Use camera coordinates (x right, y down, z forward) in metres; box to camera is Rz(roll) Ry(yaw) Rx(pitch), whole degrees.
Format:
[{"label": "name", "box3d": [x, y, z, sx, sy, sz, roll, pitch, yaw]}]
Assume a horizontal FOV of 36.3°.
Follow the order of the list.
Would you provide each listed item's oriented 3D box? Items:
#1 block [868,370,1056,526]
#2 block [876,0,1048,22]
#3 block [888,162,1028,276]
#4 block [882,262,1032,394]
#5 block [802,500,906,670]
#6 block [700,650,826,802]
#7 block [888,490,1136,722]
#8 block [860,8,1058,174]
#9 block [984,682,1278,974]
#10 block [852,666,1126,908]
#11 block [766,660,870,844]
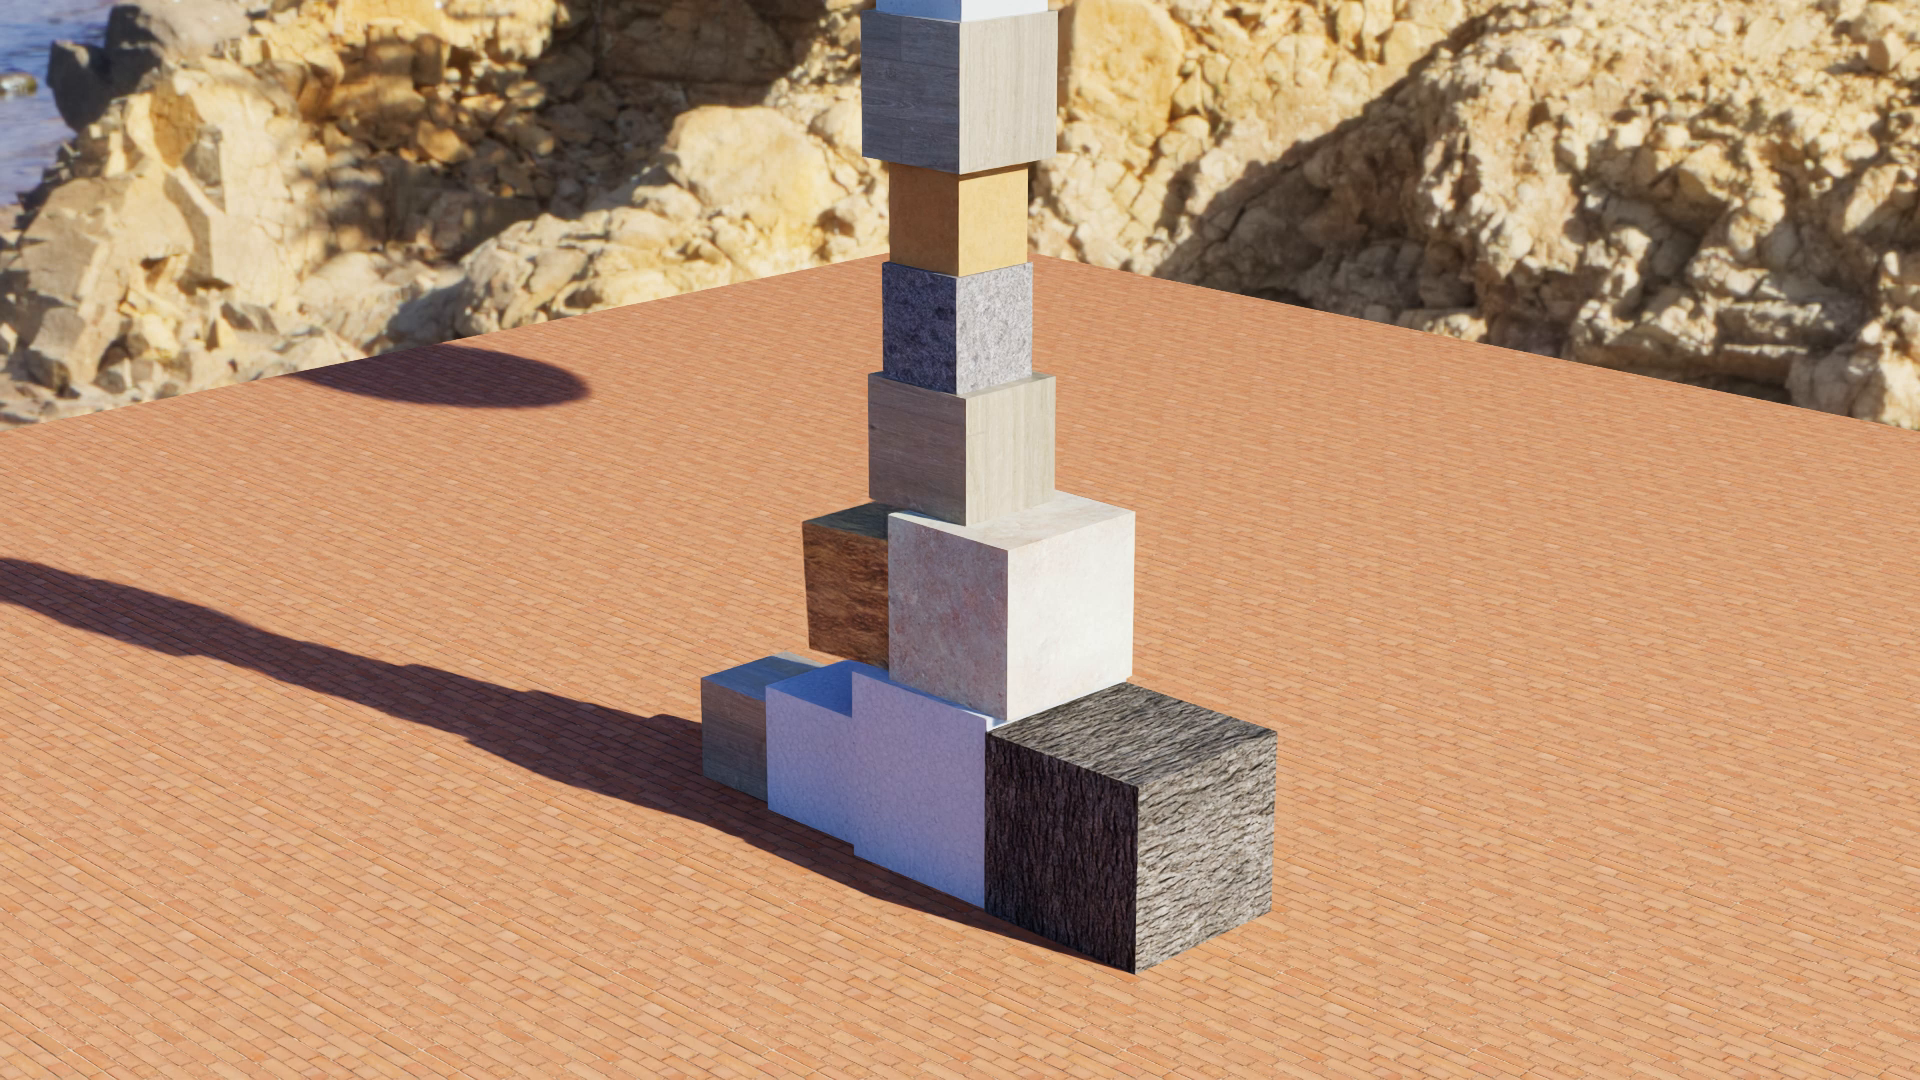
[{"label": "block", "box3d": [0.007, -0.461, 13.204, 0.567, 0.580, 0.623, -17, 24, -42]}, {"label": "block", "box3d": [0.008, -2.533, 12.554, 0.523, 0.526, 0.520, -17, 24, -42]}, {"label": "block", "box3d": [-0.008, -1.450, 12.878, 0.425, 0.468, 0.435, -17, 24, -42]}, {"label": "block", "box3d": [-0.012, -0.979, 13.022, 0.475, 0.517, 0.467, -17, 24, -42]}, {"label": "block", "box3d": [-0.289, 0.195, 13.689, 0.615, 0.617, 0.609, -17, 20, -42]}, {"label": "block", "box3d": [-0.888, 0.924, 14.540, 0.565, 0.518, 0.543, -17, 24, -42]}, {"label": "block", "box3d": [0.231, 0.252, 13.205, 0.815, 0.781, 0.746, -17, 24, -42]}, {"label": "block", "box3d": [-0.004, -1.977, 12.716, 0.596, 0.633, 0.605, -17, 24, -42]}, {"label": "block", "box3d": [0.749, 1.248, 12.943, 0.911, 0.858, 0.899, -17, 24, -42]}, {"label": "block", "box3d": [0.133, 1.029, 13.553, 0.910, 0.910, 0.867, -17, 24, -42]}, {"label": "block", "box3d": [-0.448, 1.001, 14.100, 0.678, 0.636, 0.685, -17, 24, -42]}]
